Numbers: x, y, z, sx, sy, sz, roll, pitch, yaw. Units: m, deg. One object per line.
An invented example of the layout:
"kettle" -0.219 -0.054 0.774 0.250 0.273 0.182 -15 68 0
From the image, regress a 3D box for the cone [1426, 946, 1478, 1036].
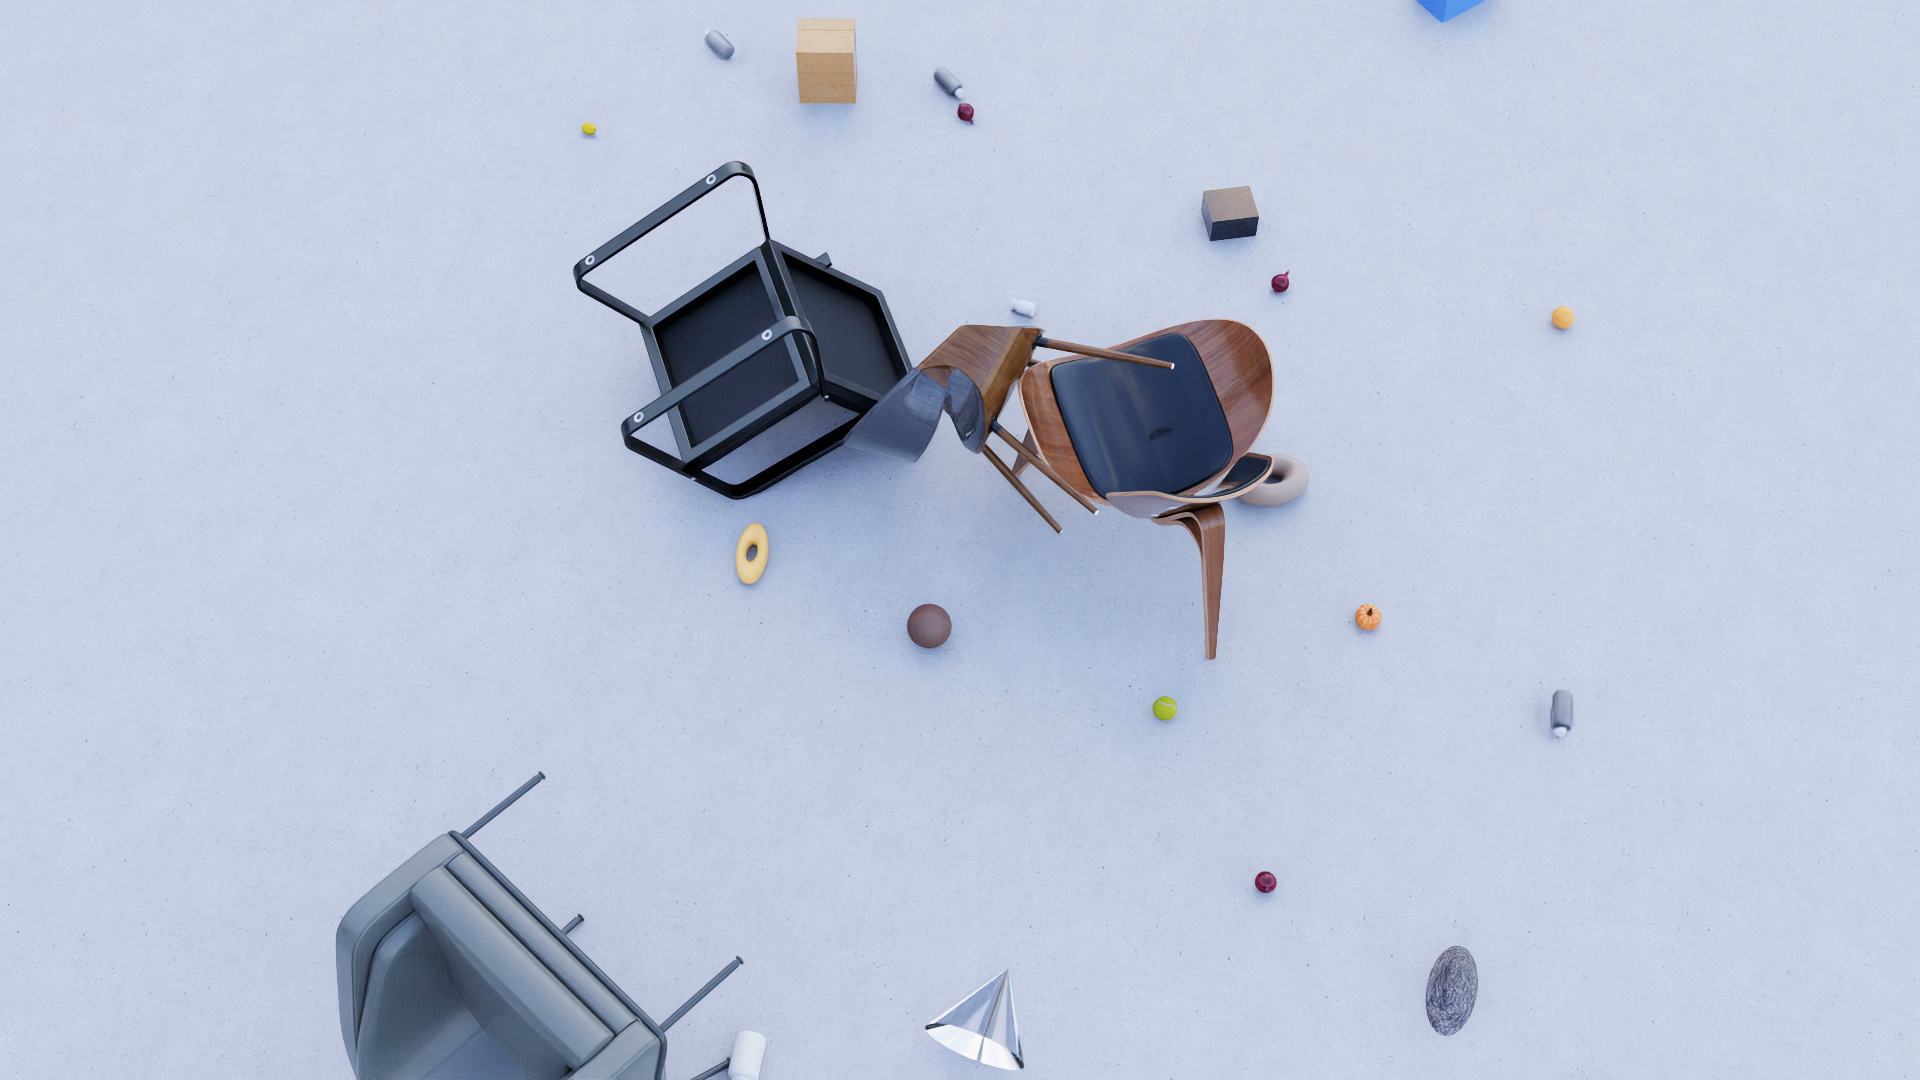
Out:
"cone" 1.293 1.143 5.720 0.130 0.145 0.260 15 57 10

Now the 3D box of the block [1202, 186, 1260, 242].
"block" 0.888 -1.075 7.238 0.155 0.094 0.137 -7 56 -5

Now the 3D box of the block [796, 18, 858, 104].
"block" -0.455 -1.641 7.533 0.193 0.236 0.165 0 56 0

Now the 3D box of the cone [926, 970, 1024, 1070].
"cone" 0.082 1.215 5.724 0.274 0.117 0.260 20 46 9

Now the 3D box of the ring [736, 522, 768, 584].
"ring" -0.616 0.039 6.514 0.095 0.057 0.213 3 56 4

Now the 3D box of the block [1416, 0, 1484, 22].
"block" 1.774 -1.997 7.819 0.265 0.158 0.166 -30 61 -18

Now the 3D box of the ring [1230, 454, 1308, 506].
"ring" 0.935 -0.181 6.644 0.242 0.087 0.170 -8 55 -7
